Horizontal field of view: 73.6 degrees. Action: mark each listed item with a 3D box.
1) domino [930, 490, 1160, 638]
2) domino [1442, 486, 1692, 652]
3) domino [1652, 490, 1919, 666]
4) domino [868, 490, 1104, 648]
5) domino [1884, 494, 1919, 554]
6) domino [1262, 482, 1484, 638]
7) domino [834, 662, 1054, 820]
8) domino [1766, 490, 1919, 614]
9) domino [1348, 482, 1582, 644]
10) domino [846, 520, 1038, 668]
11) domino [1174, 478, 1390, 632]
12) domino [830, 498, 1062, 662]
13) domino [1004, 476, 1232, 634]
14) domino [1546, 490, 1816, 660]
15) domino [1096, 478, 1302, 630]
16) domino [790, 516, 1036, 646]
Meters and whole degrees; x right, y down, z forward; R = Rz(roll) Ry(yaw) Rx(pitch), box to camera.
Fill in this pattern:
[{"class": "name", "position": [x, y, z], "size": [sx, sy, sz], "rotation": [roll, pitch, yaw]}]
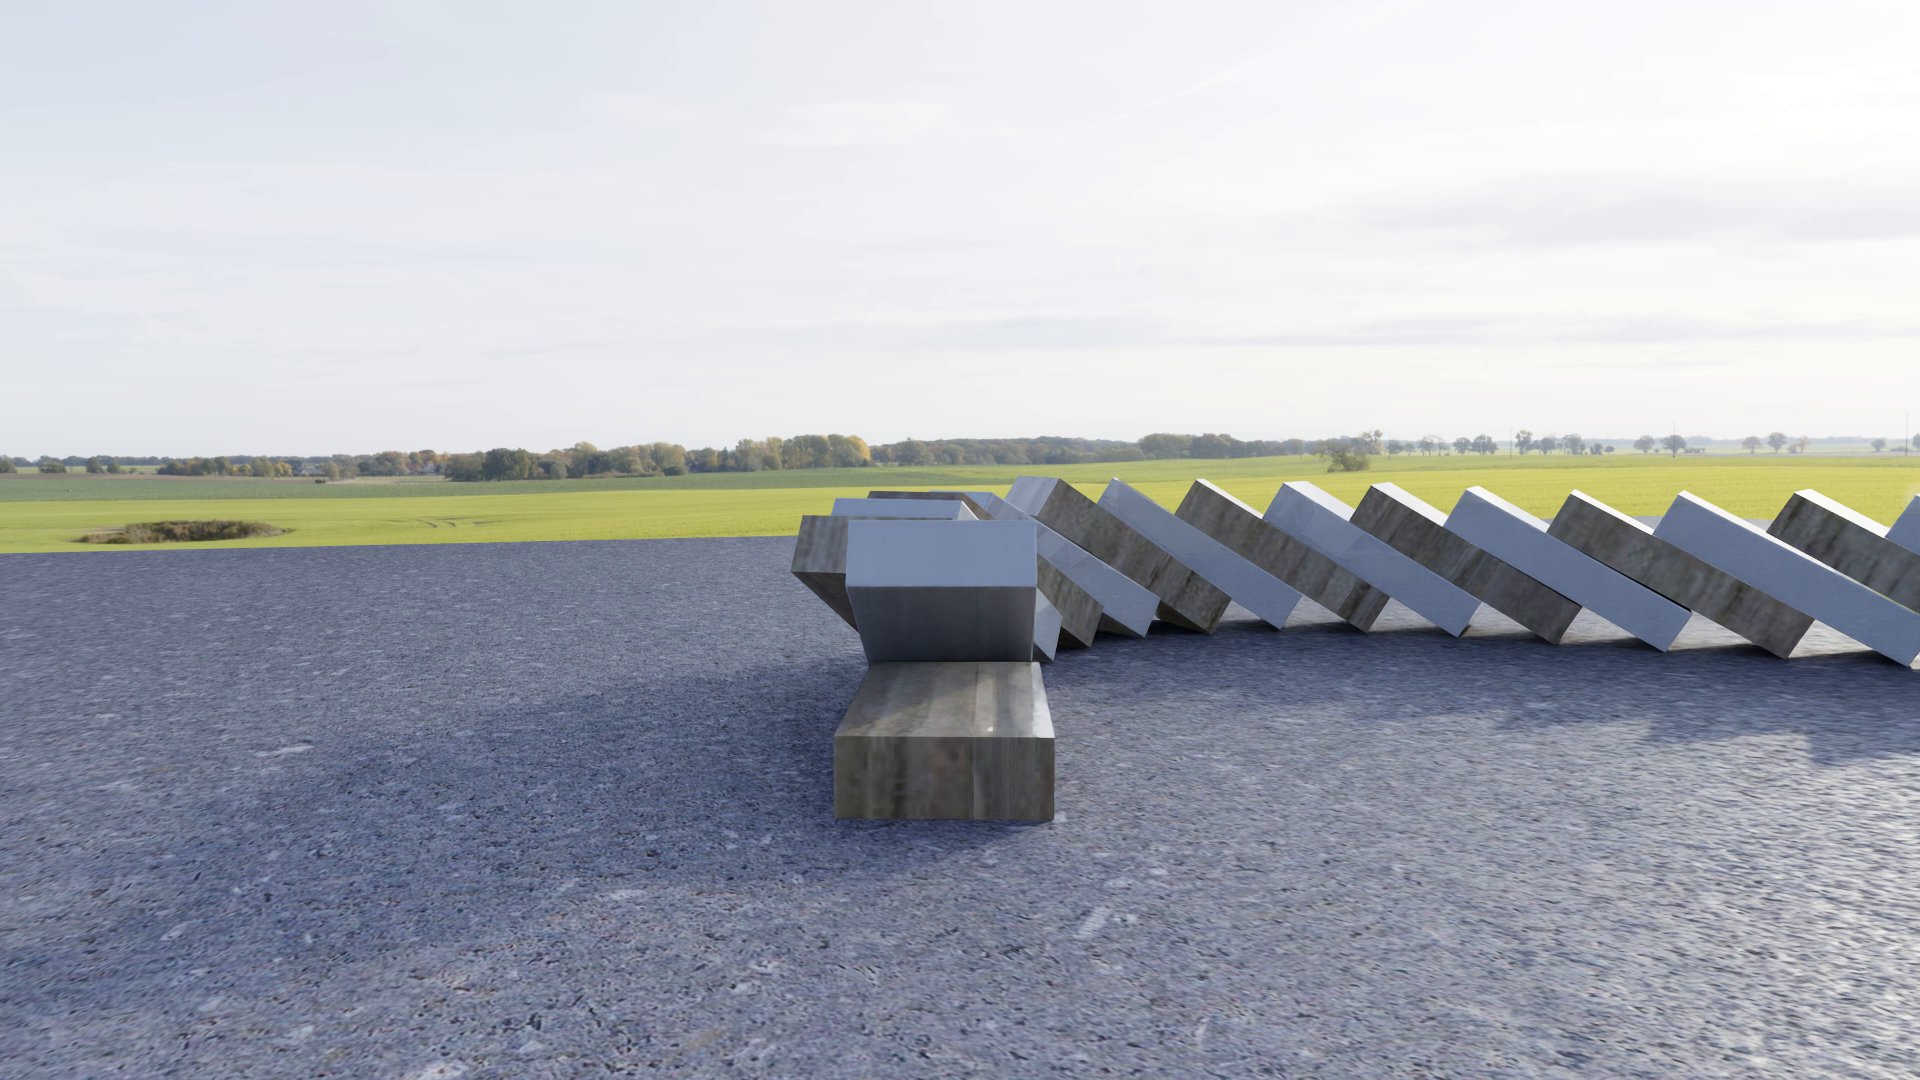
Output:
[{"class": "domino", "position": [0.017, 0.005, 0.279], "size": [0.050, 0.009, 0.025], "rotation": [31, -13, -29]}, {"class": "domino", "position": [0.132, 0.005, 0.280], "size": [0.050, 0.010, 0.025], "rotation": [34, 18, 21]}, {"class": "domino", "position": [0.170, 0.007, 0.264], "size": [0.050, 0.009, 0.025], "rotation": [34, 20, 25]}, {"class": "domino", "position": [0.005, 0.006, 0.259], "size": [0.025, 0.009, 0.050], "rotation": [3, -25, 43]}, {"class": "domino", "position": [0.205, 0.008, 0.242], "size": [0.025, 0.010, 0.050], "rotation": [-5, 36, -48]}, {"class": "domino", "position": [0.097, 0.003, 0.299], "size": [0.050, 0.010, 0.025], "rotation": [35, 18, 21]}, {"class": "domino", "position": [-0.001, 0.025, 0.170], "size": [0.025, 0.009, 0.050], "rotation": [0, 4, 1]}, {"class": "domino", "position": [0.190, 0.007, 0.255], "size": [0.050, 0.009, 0.025], "rotation": [38, 26, 31]}, {"class": "domino", "position": [0.115, 0.004, 0.290], "size": [0.050, 0.009, 0.025], "rotation": [35, 18, 21]}, {"class": "domino", "position": [-0.002, 0.012, 0.192], "size": [0.025, 0.010, 0.050], "rotation": [0, -24, 2]}, {"class": "domino", "position": [0.075, 0.003, 0.301], "size": [0.050, 0.009, 0.025], "rotation": [33, 10, 11]}, {"class": "domino", "position": [-0.002, 0.008, 0.238], "size": [0.025, 0.009, 0.050], "rotation": [2, -25, 27]}, {"class": "domino", "position": [0.035, 0.003, 0.292], "size": [0.050, 0.010, 0.025], "rotation": [33, -6, -17]}, {"class": "domino", "position": [0.151, 0.006, 0.272], "size": [0.050, 0.010, 0.025], "rotation": [33, 18, 22]}, {"class": "domino", "position": [0.056, 0.002, 0.304], "size": [0.050, 0.009, 0.025], "rotation": [32, 7, 7]}, {"class": "domino", "position": [-0.006, 0.011, 0.217], "size": [0.025, 0.009, 0.050], "rotation": [2, -23, 20]}]
